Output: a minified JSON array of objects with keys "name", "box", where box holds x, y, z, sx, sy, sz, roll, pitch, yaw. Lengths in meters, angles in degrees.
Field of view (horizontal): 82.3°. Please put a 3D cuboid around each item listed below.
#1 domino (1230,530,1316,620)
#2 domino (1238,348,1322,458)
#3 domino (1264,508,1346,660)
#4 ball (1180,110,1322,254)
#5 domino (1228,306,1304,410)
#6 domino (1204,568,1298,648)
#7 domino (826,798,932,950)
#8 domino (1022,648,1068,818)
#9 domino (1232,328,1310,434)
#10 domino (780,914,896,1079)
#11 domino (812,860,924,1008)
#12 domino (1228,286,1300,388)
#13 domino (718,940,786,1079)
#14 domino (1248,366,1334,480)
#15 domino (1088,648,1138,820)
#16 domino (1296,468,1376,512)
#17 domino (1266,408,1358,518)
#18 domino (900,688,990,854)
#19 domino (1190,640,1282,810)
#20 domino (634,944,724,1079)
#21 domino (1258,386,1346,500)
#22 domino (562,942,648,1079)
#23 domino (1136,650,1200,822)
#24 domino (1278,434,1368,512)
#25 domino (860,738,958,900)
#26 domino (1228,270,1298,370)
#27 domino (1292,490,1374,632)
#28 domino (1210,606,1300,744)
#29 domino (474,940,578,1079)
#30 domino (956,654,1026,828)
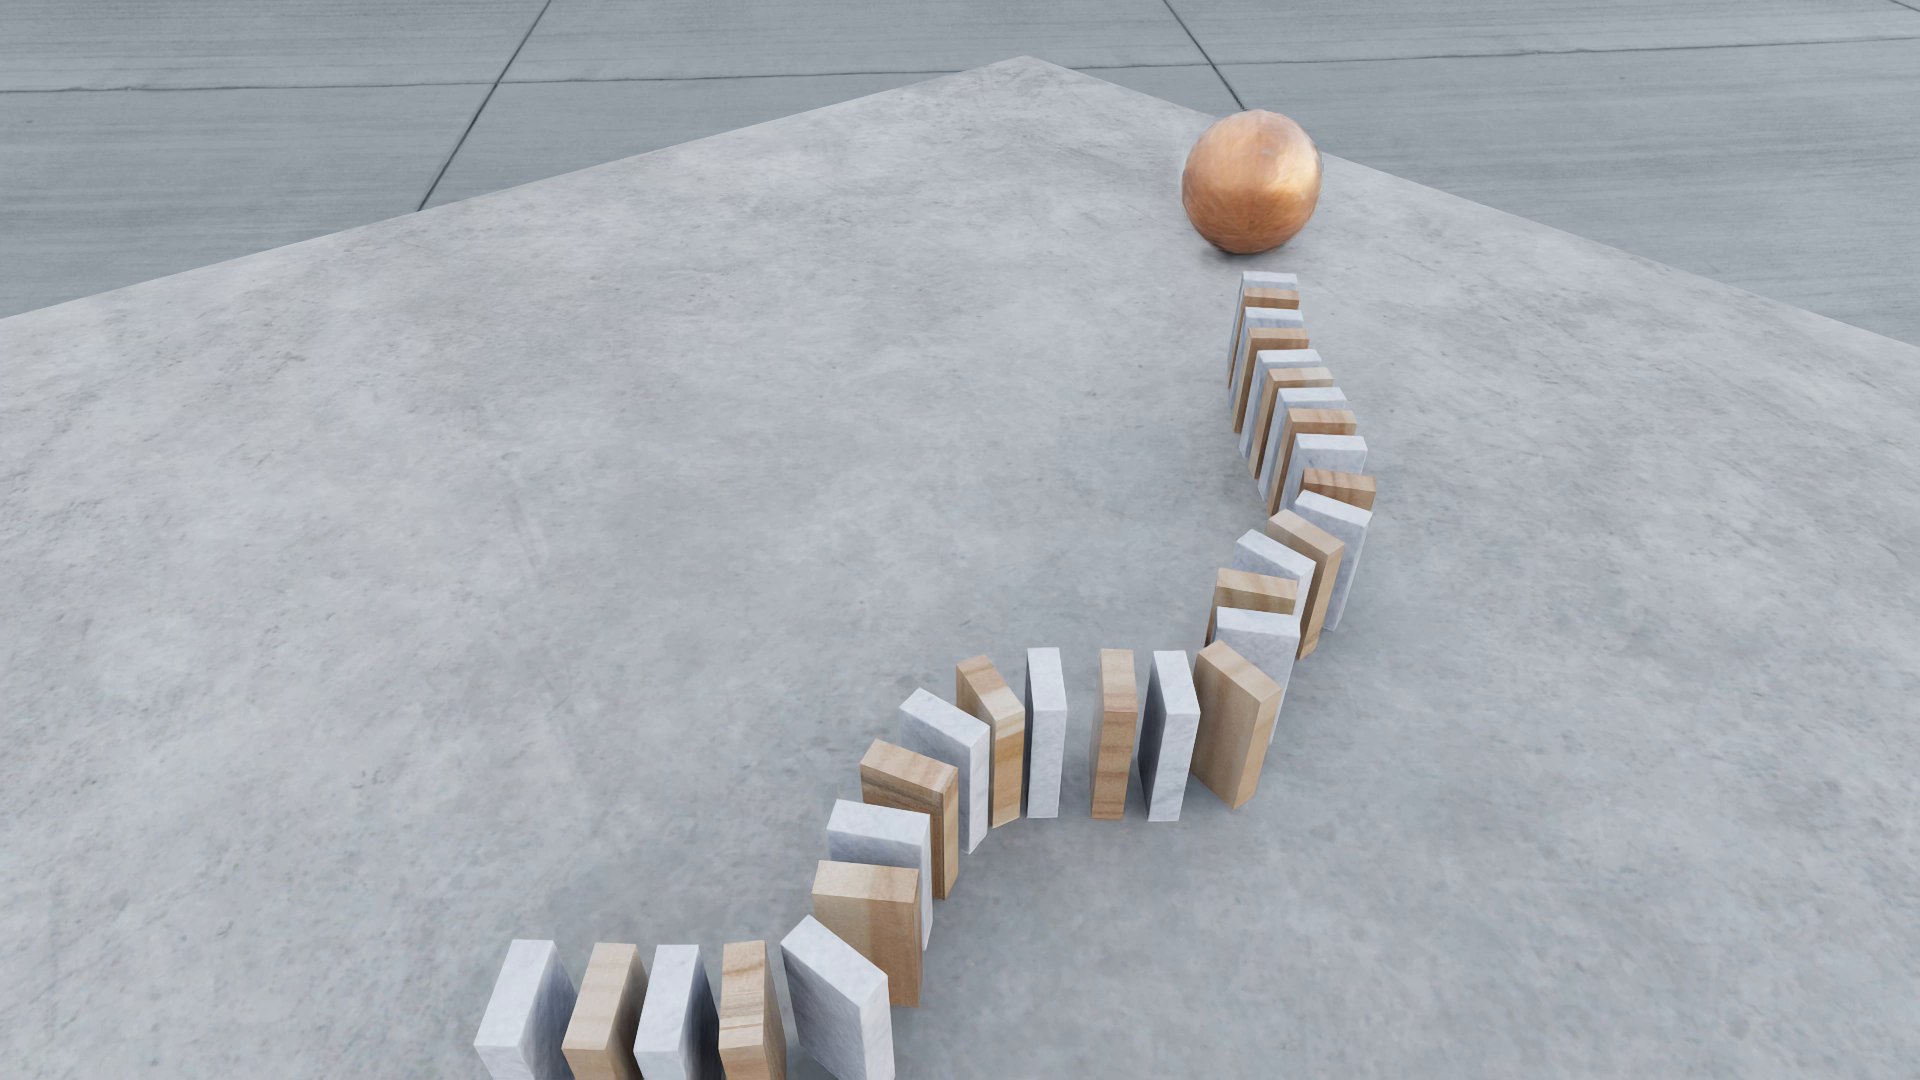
[{"name":"domino","box":[0.106,0.023,0.383,0.010,0.050,0.025,-32,49,-33]},{"name":"domino","box":[0.140,-0.059,0.484,0.025,0.050,0.009,-2,39,-2]},{"name":"domino","box":[0.118,0.016,0.392,0.009,0.050,0.025,-27,47,-29]},{"name":"ball","box":[0.170,-0.209,0.642,0.080,0.080,0.080,0,39,0]},{"name":"domino","box":[0.142,-0.083,0.513,0.025,0.050,0.009,5,40,6]},{"name":"domino","box":[0.096,0.033,0.371,0.025,0.050,0.010,10,40,12]},{"name":"domino","box":[-0.021,0.092,0.299,0.025,0.050,0.010,7,40,9]},{"name":"domino","box":[0.025,0.060,0.338,0.010,0.050,0.025,-1,39,-1]},{"name":"domino","box":[0.140,-0.072,0.499,0.025,0.050,0.009,2,39,2]},{"name":"domino","box":[-0.029,0.116,0.270,0.025,0.050,0.009,27,46,29]},{"name":"domino","box":[-0.023,0.103,0.286,0.025,0.050,0.009,4,39,5]},{"name":"domino","box":[0.145,-0.096,0.528,0.025,0.050,0.009,6,40,8]},{"name":"domino","box":[-0.049,0.121,0.264,0.010,0.050,0.025,-4,40,-5]},{"name":"domino","box":[0.141,-0.050,0.472,0.025,0.050,0.010,-3,39,-3]},{"name":"domino","box":[0.047,0.060,0.338,0.009,0.050,0.025,2,39,3]},{"name":"domino","box":[0.138,-0.003,0.415,0.025,0.050,0.010,9,40,11]},{"name":"domino","box":[0.142,-0.029,0.447,0.025,0.050,0.009,2,39,2]},{"name":"domino","box":[-0.004,0.069,0.327,0.025,0.050,0.009,25,45,27]},{"name":"domino","box":[0.083,0.058,0.341,0.009,0.050,0.025,-25,46,-27]},{"name":"domino","box":[-0.066,0.122,0.263,0.009,0.050,0.025,0,39,0]},{"name":"domino","box":[0.142,-0.040,0.460,0.025,0.050,0.010,-2,39,-2]},{"name":"domino","box":[-0.081,0.122,0.263,0.009,0.050,0.025,2,39,2]},{"name":"domino","box":[0.063,0.061,0.338,0.009,0.050,0.025,-1,39,-1]},{"name":"domino","box":[0.141,-0.018,0.433,0.025,0.050,0.009,3,39,3]},{"name":"domino","box":[-0.014,0.080,0.313,0.025,0.050,0.010,16,42,18]},{"name":"domino","box":[0.148,-0.107,0.542,0.025,0.050,0.009,5,40,7]},{"name":"domino","box":[0.131,0.008,0.402,0.025,0.050,0.010,22,44,25]},{"name":"domino","box":[0.093,0.045,0.357,0.025,0.050,0.009,7,40,8]},{"name":"domino","box":[-0.100,0.121,0.264,0.009,0.050,0.025,1,39,1]},{"name":"domino","box":[0.009,0.062,0.336,0.009,0.050,0.025,-18,43,-21]}]
